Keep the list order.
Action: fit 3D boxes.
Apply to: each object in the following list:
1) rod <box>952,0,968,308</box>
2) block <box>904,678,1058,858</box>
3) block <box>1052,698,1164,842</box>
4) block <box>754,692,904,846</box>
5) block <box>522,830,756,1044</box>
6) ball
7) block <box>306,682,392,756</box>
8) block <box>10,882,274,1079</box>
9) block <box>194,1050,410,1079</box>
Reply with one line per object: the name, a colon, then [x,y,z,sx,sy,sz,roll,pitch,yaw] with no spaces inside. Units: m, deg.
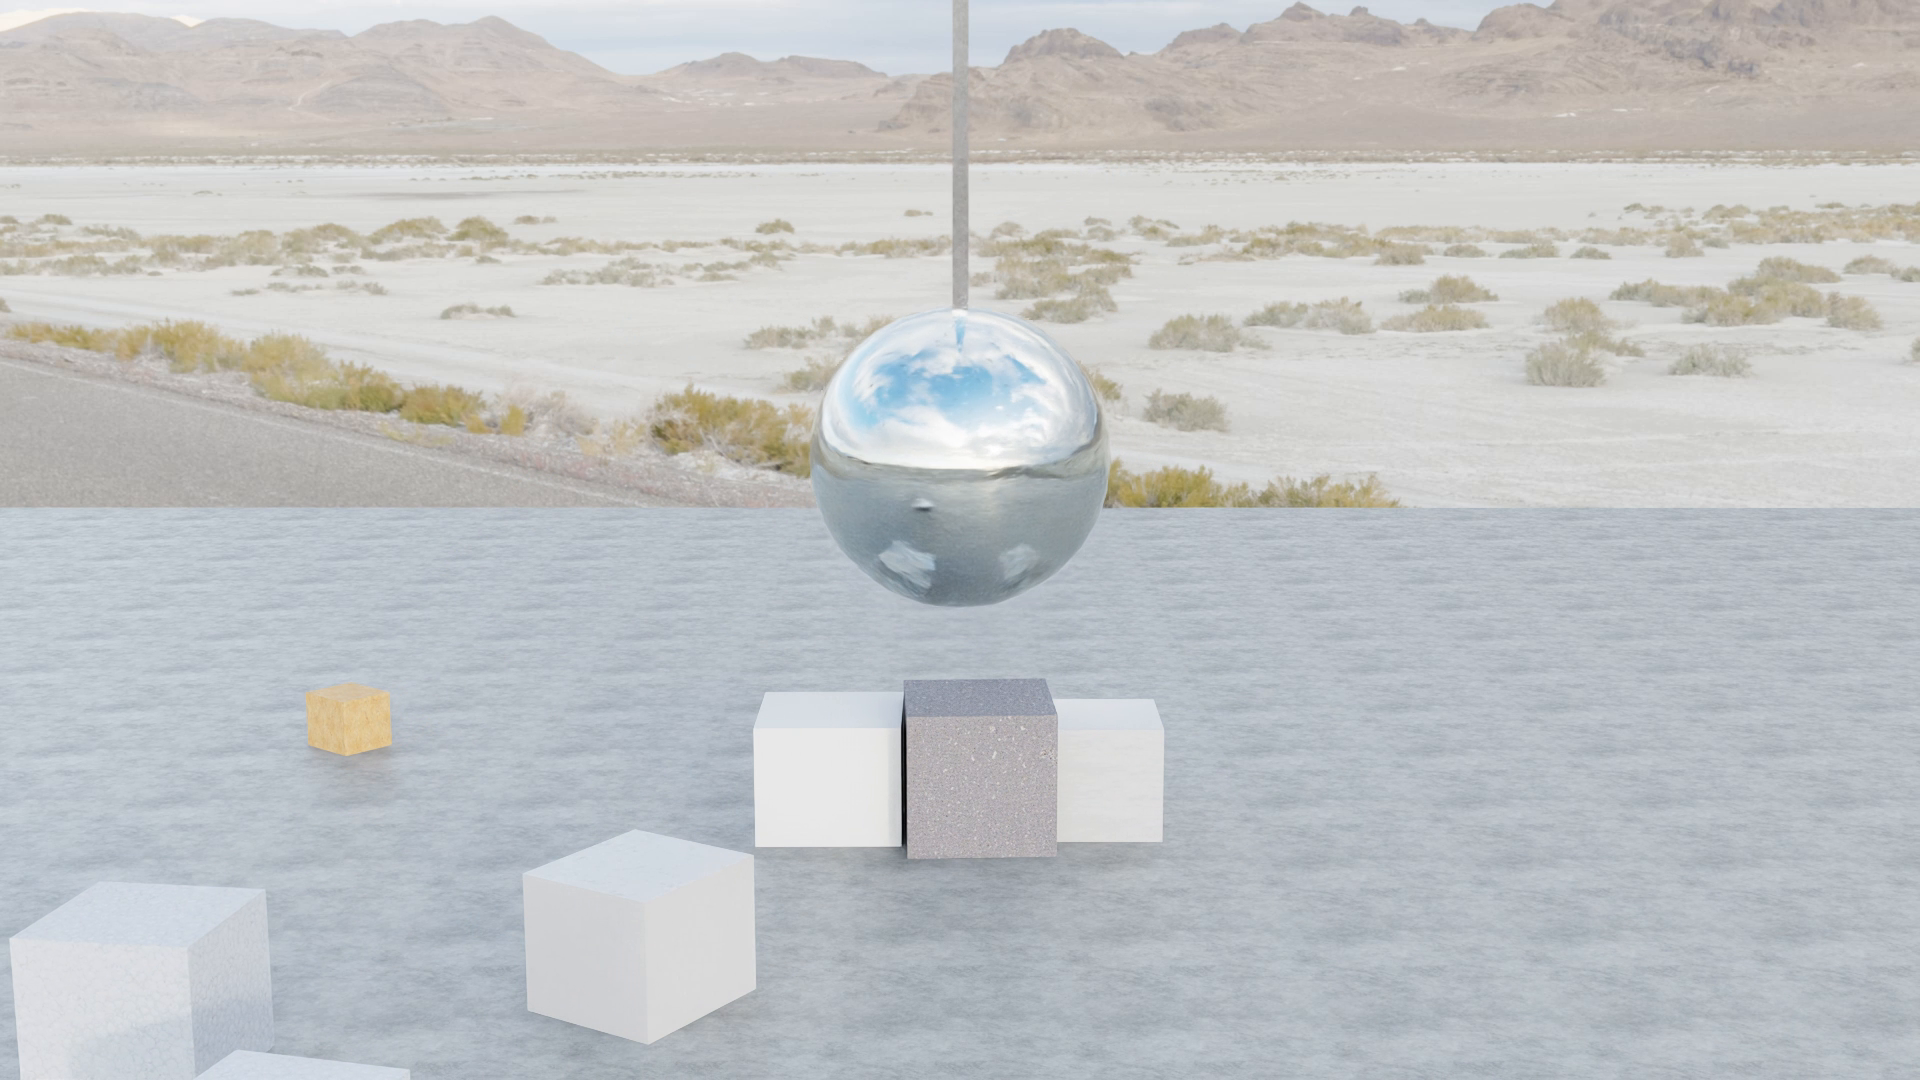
rod: [0.000,-3.716,10.744,0.080,5.200,0.080,0,16,0]
block: [0.093,1.152,11.208,0.741,0.724,0.754,0,10,-3]
block: [0.748,1.187,11.399,0.556,0.587,0.622,0,10,0]
block: [-0.664,1.176,11.380,0.735,0.615,0.736,0,10,0]
block: [-1.311,1.614,9.051,0.642,0.585,0.688,7,12,32]
ball: [0.000,-0.439,11.653,1.600,1.600,1.600,0,10,0]
block: [-3.588,1.048,12.909,0.372,0.319,0.317,8,13,39]
block: [-3.079,1.718,8.329,0.686,0.639,0.636,1,10,8]
block: [-2.120,2.014,6.798,0.619,0.605,0.621,3,11,14]
